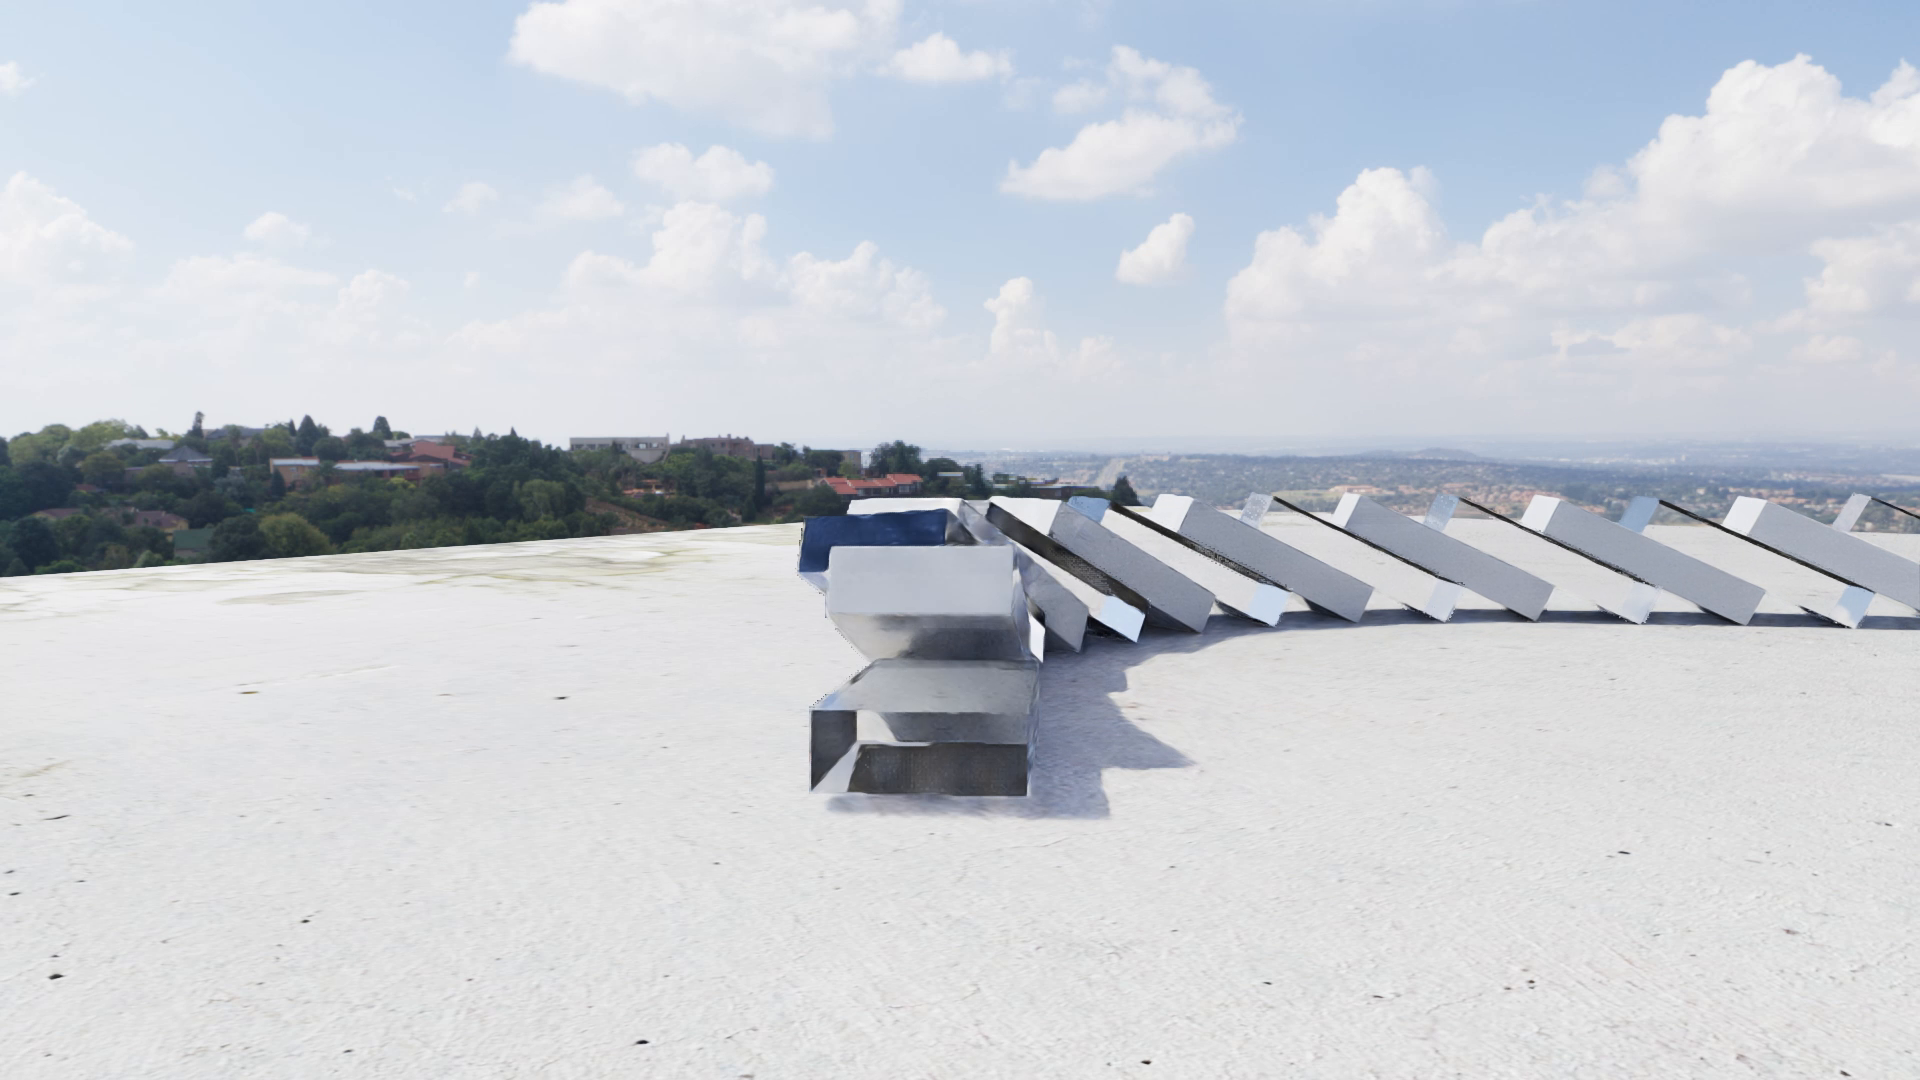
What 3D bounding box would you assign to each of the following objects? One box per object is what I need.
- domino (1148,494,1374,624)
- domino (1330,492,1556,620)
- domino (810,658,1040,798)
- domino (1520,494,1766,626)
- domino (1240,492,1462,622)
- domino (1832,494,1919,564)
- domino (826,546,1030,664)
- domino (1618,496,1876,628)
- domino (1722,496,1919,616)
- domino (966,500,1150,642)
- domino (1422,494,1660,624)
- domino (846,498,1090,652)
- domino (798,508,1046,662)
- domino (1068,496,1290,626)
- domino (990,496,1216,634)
[{"bbox_3d":[0.072,0.004,0.312,0.050,0.009,0.025,25,0,-10],"label":"domino"},{"bbox_3d":[0.119,0.003,0.320,0.050,0.009,0.025,26,7,6],"label":"domino"},{"bbox_3d":[-0.003,0.024,0.172,0.025,0.010,0.050,0,2,5],"label":"domino"},{"bbox_3d":[0.166,0.004,0.314,0.050,0.009,0.025,26,9,8],"label":"domino"},{"bbox_3d":[0.095,0.004,0.318,0.050,0.009,0.025,25,4,-1],"label":"domino"},{"bbox_3d":[0.236,0.005,0.301,0.050,0.010,0.025,30,16,22],"label":"domino"},{"bbox_3d":[-0.003,0.012,0.196,0.025,0.009,0.050,0,-16,6],"label":"domino"},{"bbox_3d":[0.189,0.005,0.311,0.050,0.009,0.025,26,10,11],"label":"domino"},{"bbox_3d":[0.212,0.005,0.306,0.050,0.009,0.025,27,12,14],"label":"domino"},{"bbox_3d":[0.014,0.007,0.270,0.050,0.009,0.025,31,-16,-36],"label":"domino"},{"bbox_3d":[0.142,0.004,0.317,0.050,0.009,0.025,26,8,6],"label":"domino"},{"bbox_3d":[0.002,0.007,0.248,0.025,0.009,0.050,0,-25,35],"label":"domino"},{"bbox_3d":[-0.005,0.010,0.223,0.025,0.009,0.050,-3,-23,21],"label":"domino"},{"bbox_3d":[0.050,0.005,0.303,0.050,0.010,0.025,25,-3,-16],"label":"domino"},{"bbox_3d":[0.031,0.006,0.286,0.050,0.010,0.025,29,-12,-32],"label":"domino"}]
